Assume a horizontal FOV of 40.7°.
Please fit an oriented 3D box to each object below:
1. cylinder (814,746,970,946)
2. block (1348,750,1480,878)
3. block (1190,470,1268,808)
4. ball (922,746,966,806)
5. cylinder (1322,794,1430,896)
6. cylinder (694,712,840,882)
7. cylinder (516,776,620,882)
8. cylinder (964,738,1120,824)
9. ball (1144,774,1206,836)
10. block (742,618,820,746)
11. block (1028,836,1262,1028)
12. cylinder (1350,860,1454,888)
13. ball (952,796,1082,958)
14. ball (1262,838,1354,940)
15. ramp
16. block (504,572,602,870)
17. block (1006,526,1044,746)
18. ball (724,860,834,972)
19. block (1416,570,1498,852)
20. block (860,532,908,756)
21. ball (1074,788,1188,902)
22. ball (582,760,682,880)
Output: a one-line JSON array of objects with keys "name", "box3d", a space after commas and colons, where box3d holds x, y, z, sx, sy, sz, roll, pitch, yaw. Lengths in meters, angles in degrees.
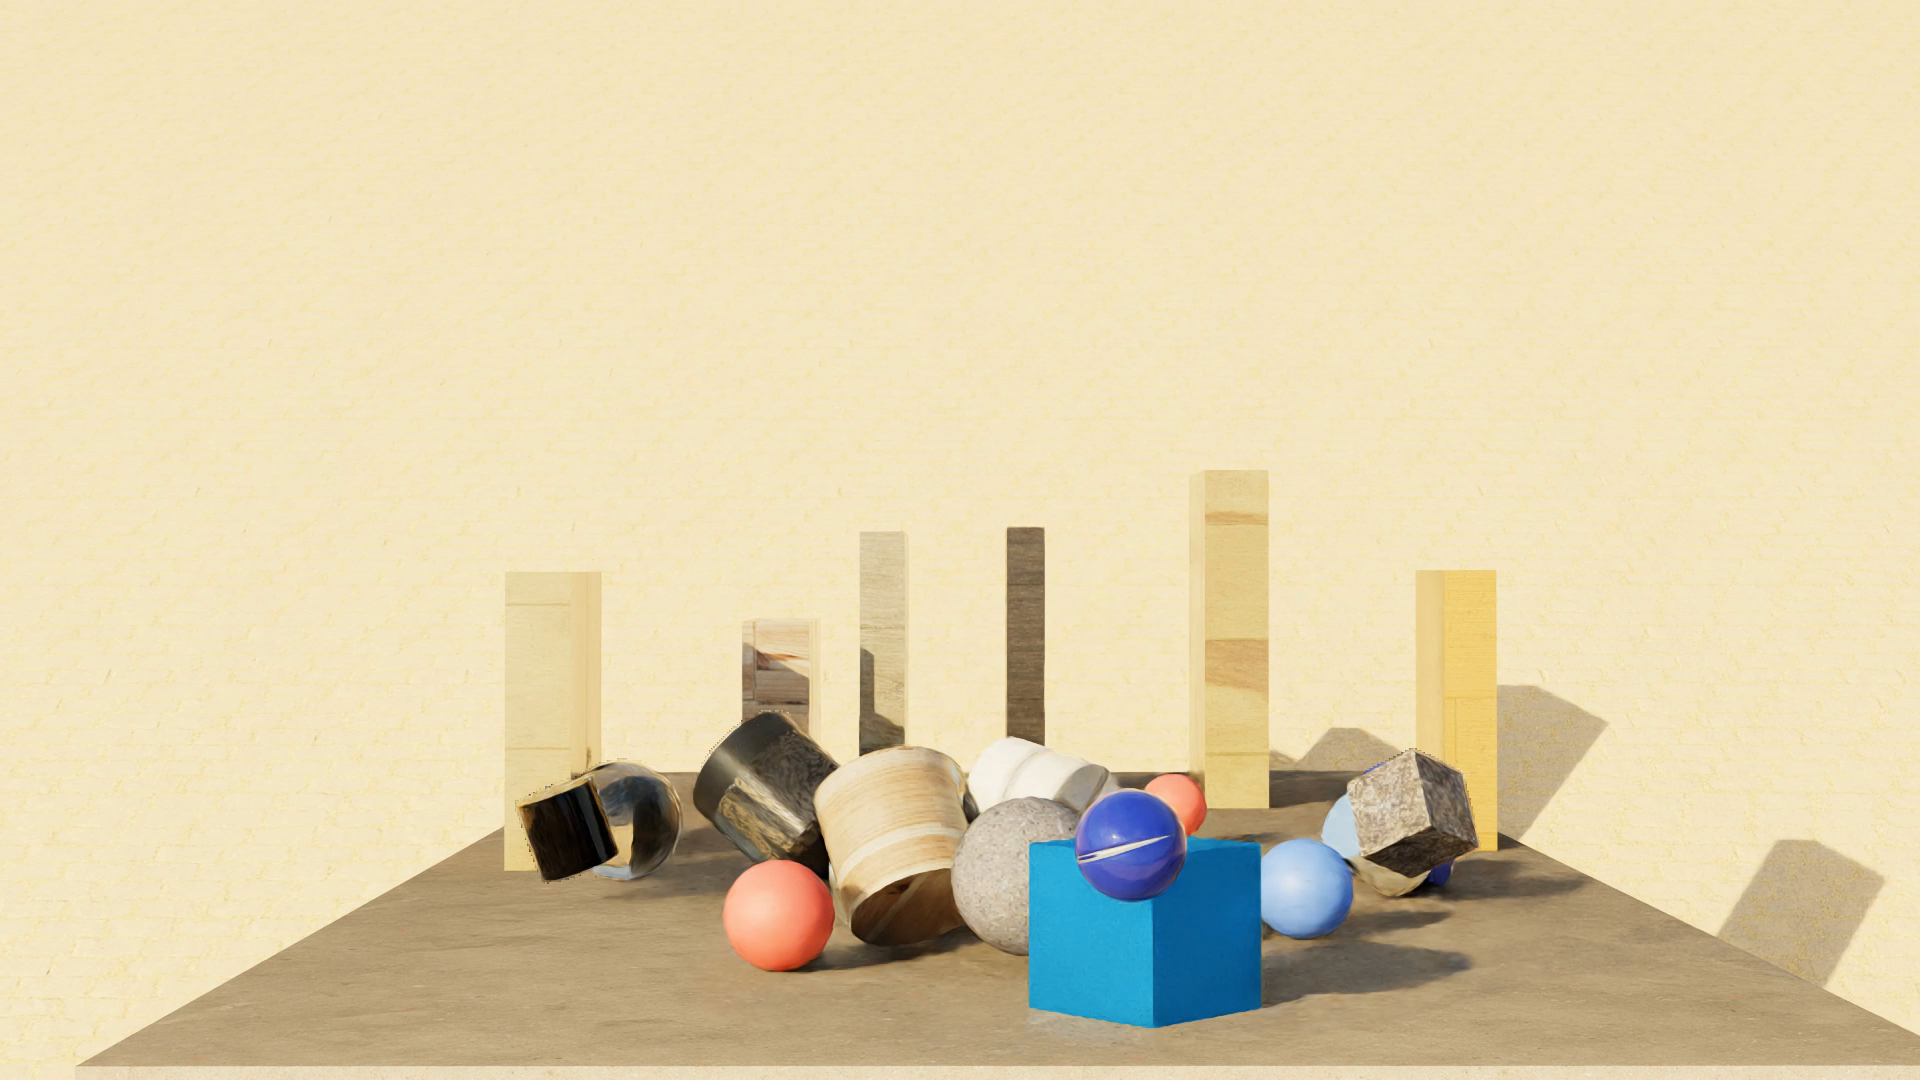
[{"name": "cylinder", "box3d": [-0.081, 0.421, 3.561, 0.197, 0.197, 0.197, -9, 55, -15]}, {"name": "block", "box3d": [0.689, 0.419, 3.945, 0.127, 0.127, 0.127, 25, 45, -40]}, {"name": "block", "box3d": [0.603, 0.219, 5.835, 0.140, 0.739, 0.361, 0, -1, 0]}, {"name": "ball", "box3d": [-0.075, 0.485, 4.918, 0.185, 0.185, 0.185, 0, 32, 0]}, {"name": "cylinder", "box3d": [0.665, 0.478, 4.107, 0.129, 0.129, 0.129, -35, 34, 28]}, {"name": "cylinder", "box3d": [-0.281, 0.422, 4.162, 0.210, 0.210, 0.210, -28, 56, -37]}, {"name": "cylinder", "box3d": [-0.611, 0.450, 4.038, 0.125, 0.125, 0.125, -19, 4, 1]}, {"name": "cylinder", "box3d": [0.114, 0.369, 3.610, 0.156, 0.156, 0.156, 15, 33, 43]}, {"name": "ball", "box3d": [0.396, 0.496, 4.819, 0.124, 0.124, 0.124, 0, 32, 0]}, {"name": "block", "box3d": [-0.370, 0.375, 5.405, 0.136, 0.418, 0.407, 0, -1, 0]}, {"name": "block", "box3d": [0.220, 0.458, 3.077, 0.195, 0.195, 0.195, 1, -1, -44]}, {"name": "cylinder", "box3d": [0.726, 0.492, 4.289, 0.149, 0.149, 0.149, 2, 29, 32]}, {"name": "ball", "box3d": [0.092, 0.439, 3.376, 0.207, 0.207, 0.207, 0, 32, 0]}, {"name": "ball", "box3d": [0.484, 0.492, 3.653, 0.141, 0.141, 0.141, 0, 32, 0]}, {"name": "ramp", "box3d": [0.071, 0.625, 4.715, 2.000, 0.100, 4.000, 0, -1, 0]}, {"name": "block", "box3d": [-0.733, 0.316, 4.693, 0.114, 0.518, 0.390, 0, -1, 0]}, {"name": "block", "box3d": [0.143, 0.280, 5.759, 0.081, 0.615, 0.243, 0, -1, 0]}, {"name": "ball", "box3d": [-0.235, 0.487, 3.365, 0.144, 0.144, 0.144, 0, 32, 0]}, {"name": "block", "box3d": [0.947, 0.318, 4.958, 0.096, 0.520, 0.311, 0, -1, 0]}, {"name": "block", "box3d": [-0.161, 0.285, 5.535, 0.094, 0.601, 0.346, 0, -1, 0]}, {"name": "ball", "box3d": [0.188, 0.336, 2.850, 0.125, 0.125, 0.125, 0, 32, 0]}, {"name": "ball", "box3d": [-0.566, 0.471, 4.353, 0.200, 0.200, 0.200, 0, 32, 0]}]
